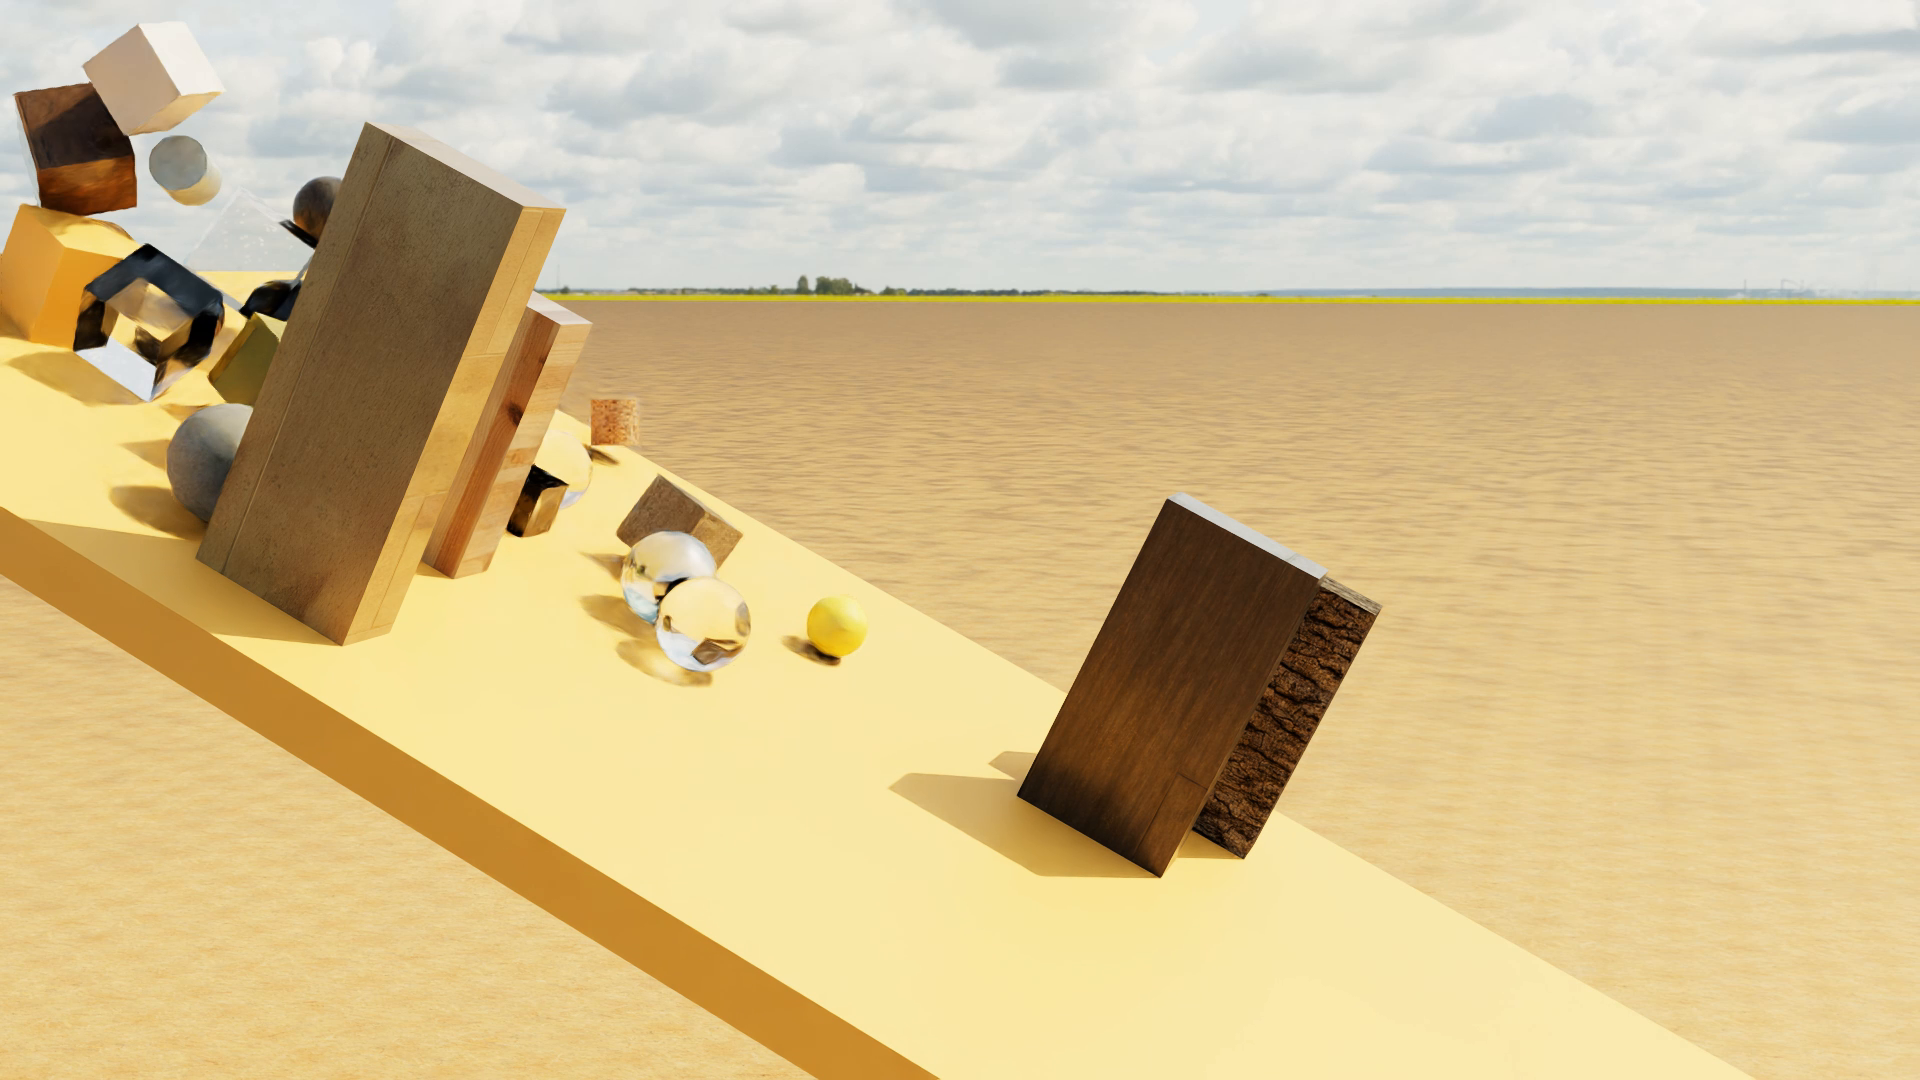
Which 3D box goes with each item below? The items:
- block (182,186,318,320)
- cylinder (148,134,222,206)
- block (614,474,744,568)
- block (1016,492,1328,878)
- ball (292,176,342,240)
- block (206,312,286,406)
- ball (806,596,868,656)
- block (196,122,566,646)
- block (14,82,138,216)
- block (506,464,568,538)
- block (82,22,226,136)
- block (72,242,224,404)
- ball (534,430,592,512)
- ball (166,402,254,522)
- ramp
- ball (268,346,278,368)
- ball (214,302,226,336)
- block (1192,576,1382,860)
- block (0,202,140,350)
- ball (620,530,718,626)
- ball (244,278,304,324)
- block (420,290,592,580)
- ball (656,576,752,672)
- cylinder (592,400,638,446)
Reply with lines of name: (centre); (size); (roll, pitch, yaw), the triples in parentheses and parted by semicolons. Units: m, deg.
block: (-1.465, -0.586, 4.544); (0.194, 0.194, 0.194); (37, 2, -22)
cylinder: (-1.552, -0.740, 4.408); (0.114, 0.114, 0.114); (-1, -7, -4)
block: (-0.577, -0.011, 4.515); (0.154, 0.154, 0.154); (36, -1, 30)
block: (0.406, 0.277, 4.231); (0.321, 0.659, 0.134); (29, 14, 12)
ball: (-1.352, -0.704, 4.714); (0.152, 0.152, 0.152); (0, 7, 0)
block: (-1.308, -0.308, 4.246); (0.165, 0.165, 0.165); (45, 11, 25)
ball: (-0.254, 0.178, 4.543); (0.128, 0.128, 0.128); (0, 7, 0)
block: (-0.934, -0.246, 3.527); (0.300, 0.775, 0.141); (29, 14, 12)
block: (-1.724, -0.759, 4.293); (0.180, 0.180, 0.180); (-15, -20, -24)
block: (-0.880, -0.084, 4.424); (0.112, 0.112, 0.112); (29, 14, 12)
block: (-1.534, -0.879, 4.188); (0.151, 0.151, 0.151); (-28, 6, 19)
block: (-1.530, -0.410, 4.145); (0.176, 0.176, 0.176); (34, 44, 1)
ball: (-0.849, -0.144, 4.560); (0.172, 0.172, 0.172); (0, 7, 0)
ball: (-1.239, -0.128, 3.739); (0.209, 0.209, 0.209); (0, 7, 0)
ramp: (-0.246, 0.415, 4.160); (4.000, 0.100, 2.000); (29, 14, 12)
ball: (-1.307, -0.341, 4.462); (0.183, 0.183, 0.183); (0, 7, 0)
ball: (-1.590, -0.471, 4.574); (0.119, 0.119, 0.119); (0, 7, 0)
block: (0.568, 0.310, 4.564); (0.370, 0.581, 0.129); (29, 14, 12)
block: (-1.721, -0.503, 4.272); (0.201, 0.201, 0.201); (37, 18, 35)
ball: (-0.561, 0.075, 4.247); (0.188, 0.188, 0.188); (0, 7, 0)
ball: (-1.467, -0.492, 4.770); (0.168, 0.168, 0.168); (0, 7, 0)
block: (-0.984, -0.264, 4.049); (0.440, 0.517, 0.124); (29, 14, 12)
ball: (-0.479, 0.158, 4.105); (0.178, 0.178, 0.178); (0, 7, 0)
cylinder: (-0.808, -0.273, 5.146); (0.108, 0.108, 0.108); (0, 3, 0)
